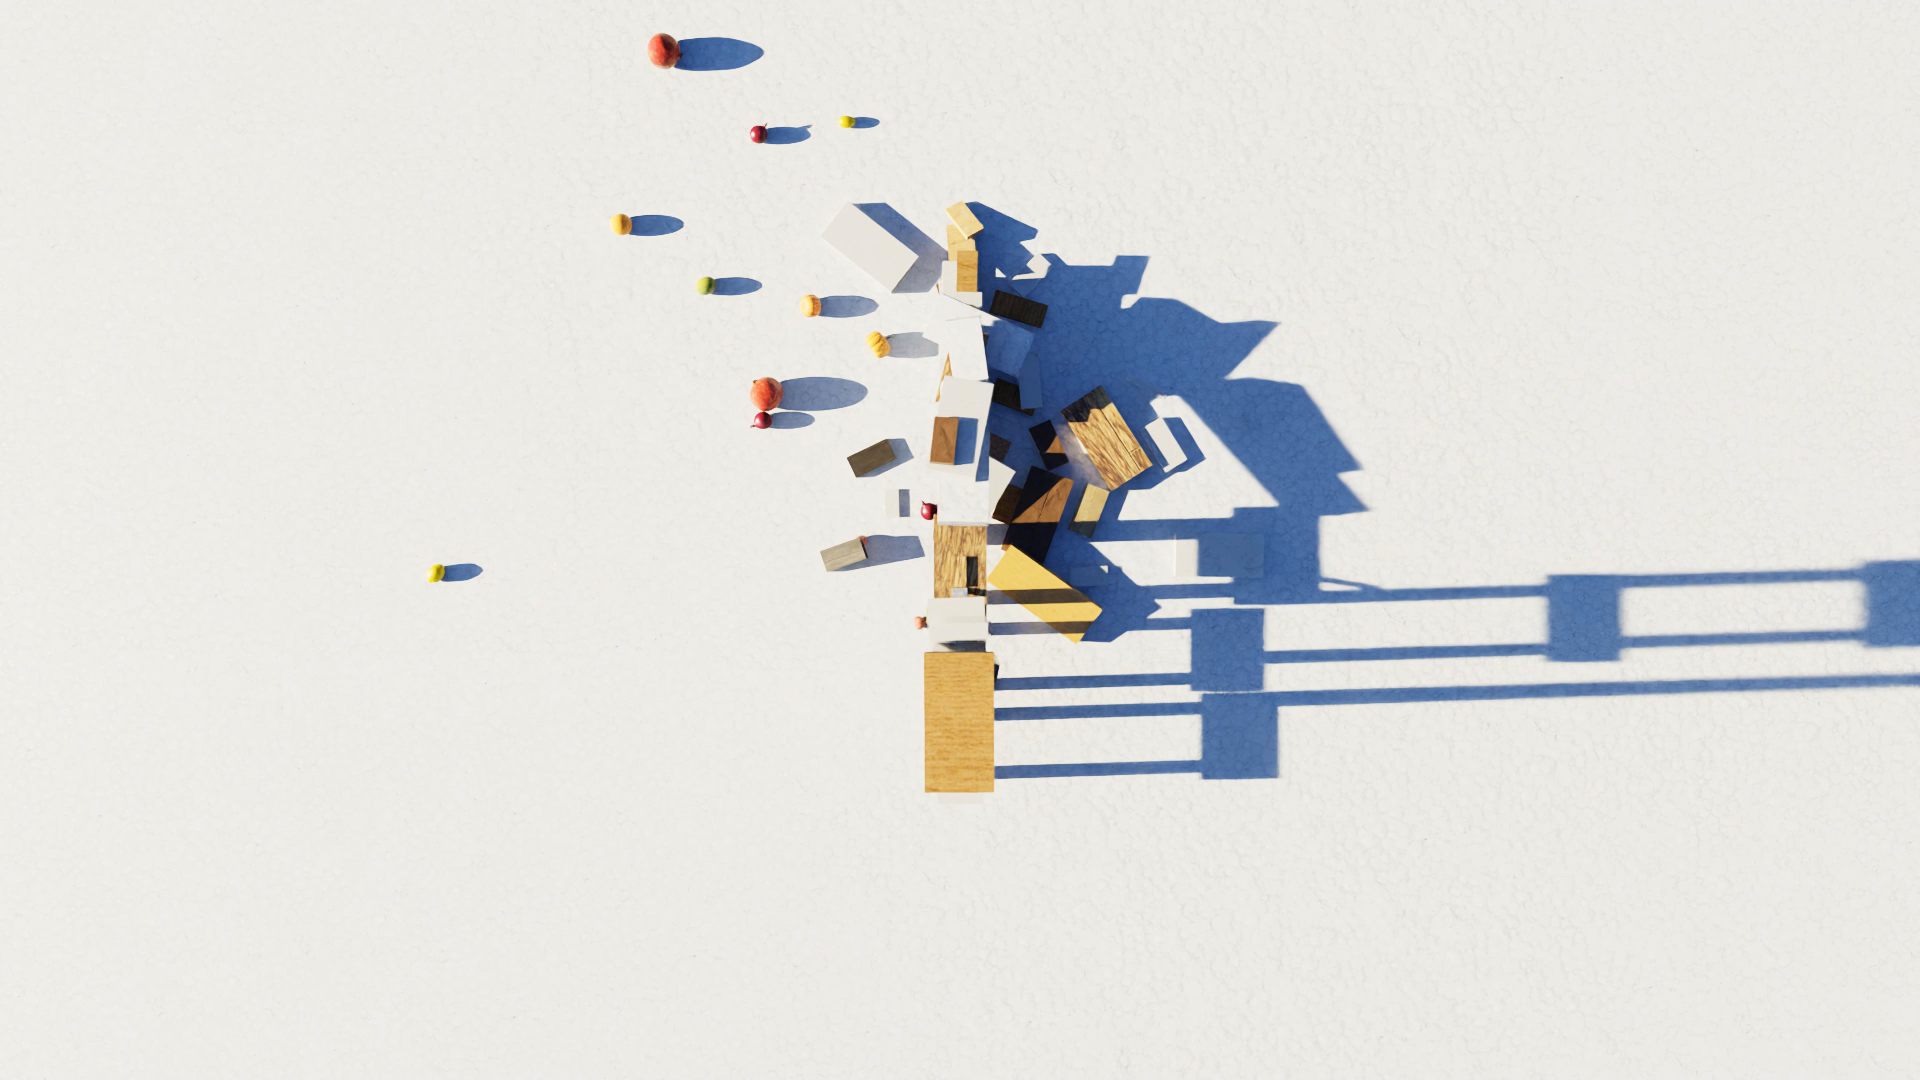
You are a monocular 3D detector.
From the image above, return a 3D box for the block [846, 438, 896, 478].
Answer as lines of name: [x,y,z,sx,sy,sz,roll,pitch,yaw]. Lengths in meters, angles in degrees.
block: [-0.295,-0.273,5.489,0.149,0.021,0.074,-26,90,0]

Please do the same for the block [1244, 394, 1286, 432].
block: [1.014,-0.424,5.491,0.129,0.018,0.064,-34,90,0]

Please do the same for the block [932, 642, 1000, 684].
block: [0.011,0.315,4.263,0.171,0.343,0.049,12,90,0]

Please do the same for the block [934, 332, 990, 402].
block: [0.007,-0.552,5.273,0.112,0.032,0.257,15,111,-3]

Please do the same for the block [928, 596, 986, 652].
block: [-0.005,0.308,4.456,0.153,0.043,0.305,-2,90,0]

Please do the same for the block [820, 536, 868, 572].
block: [-0.385,0.048,5.467,0.149,0.021,0.074,-19,90,18]

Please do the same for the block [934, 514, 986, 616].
block: [0.001,0.084,5.148,0.164,0.047,0.329,0,90,0]

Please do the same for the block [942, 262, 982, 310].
block: [0.007,-0.775,5.359,0.128,0.036,0.257,0,96,-1]

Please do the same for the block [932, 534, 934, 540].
block: [-0.002,-0.015,5.336,0.164,0.329,0.047,8,91,0]

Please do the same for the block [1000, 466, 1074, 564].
block: [0.256,-0.082,5.479,0.149,0.042,0.298,20,90,0]

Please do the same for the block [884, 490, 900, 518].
block: [-0.227,-0.122,5.493,0.047,0.013,0.095,-2,90,0]

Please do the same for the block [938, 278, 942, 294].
block: [0.001,-0.735,5.428,0.128,0.036,0.257,-4,109,-1]

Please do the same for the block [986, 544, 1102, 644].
block: [0.279,0.177,5.455,0.369,0.041,0.146,35,102,-3]

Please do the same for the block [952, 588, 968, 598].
block: [-0.001,0.177,5.081,0.047,0.095,0.013,0,120,0]

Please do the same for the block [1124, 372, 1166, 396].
block: [0.613,-0.515,5.464,0.142,0.071,0.020,25,96,0]

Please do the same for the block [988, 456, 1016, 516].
block: [0.077,-0.159,5.421,0.112,0.032,0.223,29,99,-7]

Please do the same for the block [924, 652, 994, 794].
block: [-0.002,0.448,4.067,0.171,0.049,0.343,0,90,0]

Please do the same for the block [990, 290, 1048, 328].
block: [0.195,-0.769,5.489,0.182,0.022,0.077,17,90,0]

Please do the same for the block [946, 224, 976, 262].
block: [0.005,-0.959,5.452,0.089,0.025,0.177,-4,72,-1]

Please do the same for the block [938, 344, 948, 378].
block: [0.008,-0.528,5.346,0.149,0.042,0.299,-2,96,-1]

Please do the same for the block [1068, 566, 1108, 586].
block: [0.427,0.121,5.491,0.129,0.018,0.064,-2,90,0]

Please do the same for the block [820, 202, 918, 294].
block: [-0.300,-0.972,5.479,0.298,0.042,0.149,38,90,0]

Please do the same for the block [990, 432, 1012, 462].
block: [0.100,-0.267,5.488,0.083,0.023,0.166,26,90,0]

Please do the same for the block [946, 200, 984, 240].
block: [0.015,-1.059,5.462,0.066,0.019,0.131,-31,69,-13]

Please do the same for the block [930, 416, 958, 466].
block: [-0.049,-0.306,5.088,0.074,0.021,0.149,5,73,2]

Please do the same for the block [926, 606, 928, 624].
block: [-0.015,0.207,4.630,0.153,0.305,0.043,2,90,0]

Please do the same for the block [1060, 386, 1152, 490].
block: [0.485,-0.338,5.478,0.157,0.044,0.314,-33,90,0]

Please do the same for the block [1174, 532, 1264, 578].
block: [0.859,0.050,5.479,0.292,0.041,0.146,1,90,0]

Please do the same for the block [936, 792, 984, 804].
block: [0.000,0.682,5.189,0.145,0.041,0.291,0,90,0]

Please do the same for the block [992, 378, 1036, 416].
block: [0.182,-0.476,5.489,0.155,0.022,0.077,20,90,0]

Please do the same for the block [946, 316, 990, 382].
block: [0.023,-0.593,5.222,0.112,0.032,0.223,-6,111,5]

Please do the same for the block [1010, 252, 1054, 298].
block: [0.237,-0.880,5.490,0.071,0.020,0.142,44,90,0]

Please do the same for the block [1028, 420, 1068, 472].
block: [0.296,-0.314,5.489,0.077,0.022,0.155,-25,90,0]

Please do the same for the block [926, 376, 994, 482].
block: [0.000,-0.347,5.134,0.157,0.044,0.314,10,74,3]

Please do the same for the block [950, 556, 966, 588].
block: [-0.004,0.099,5.118,0.047,0.013,0.095,0,90,0]

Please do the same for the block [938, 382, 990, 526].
block: [0.014,-0.271,5.158,0.157,0.044,0.461,1,73,0]

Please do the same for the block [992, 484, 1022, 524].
block: [0.157,-0.121,5.491,0.064,0.018,0.129,20,90,0]

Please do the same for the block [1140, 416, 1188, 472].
block: [0.676,-0.317,5.488,0.083,0.023,0.166,-32,90,0]

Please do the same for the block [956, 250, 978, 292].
block: [0.023,-0.867,5.322,0.066,0.019,0.131,1,96,-1]

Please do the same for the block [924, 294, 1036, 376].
block: [0.061,-0.656,5.284,0.328,0.042,0.149,23,101,-4]

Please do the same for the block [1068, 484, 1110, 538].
block: [0.428,-0.098,5.488,0.083,0.023,0.166,21,90,0]

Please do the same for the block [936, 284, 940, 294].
block: [-0.028,-0.790,5.442,0.066,0.019,0.131,-17,105,4]

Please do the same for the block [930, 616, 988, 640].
block: [-0.002,0.229,4.288,0.146,0.292,0.041,-2,91,0]

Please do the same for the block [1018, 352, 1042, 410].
block: [0.229,-0.530,5.473,0.071,0.020,0.190,-4,81,-4]
